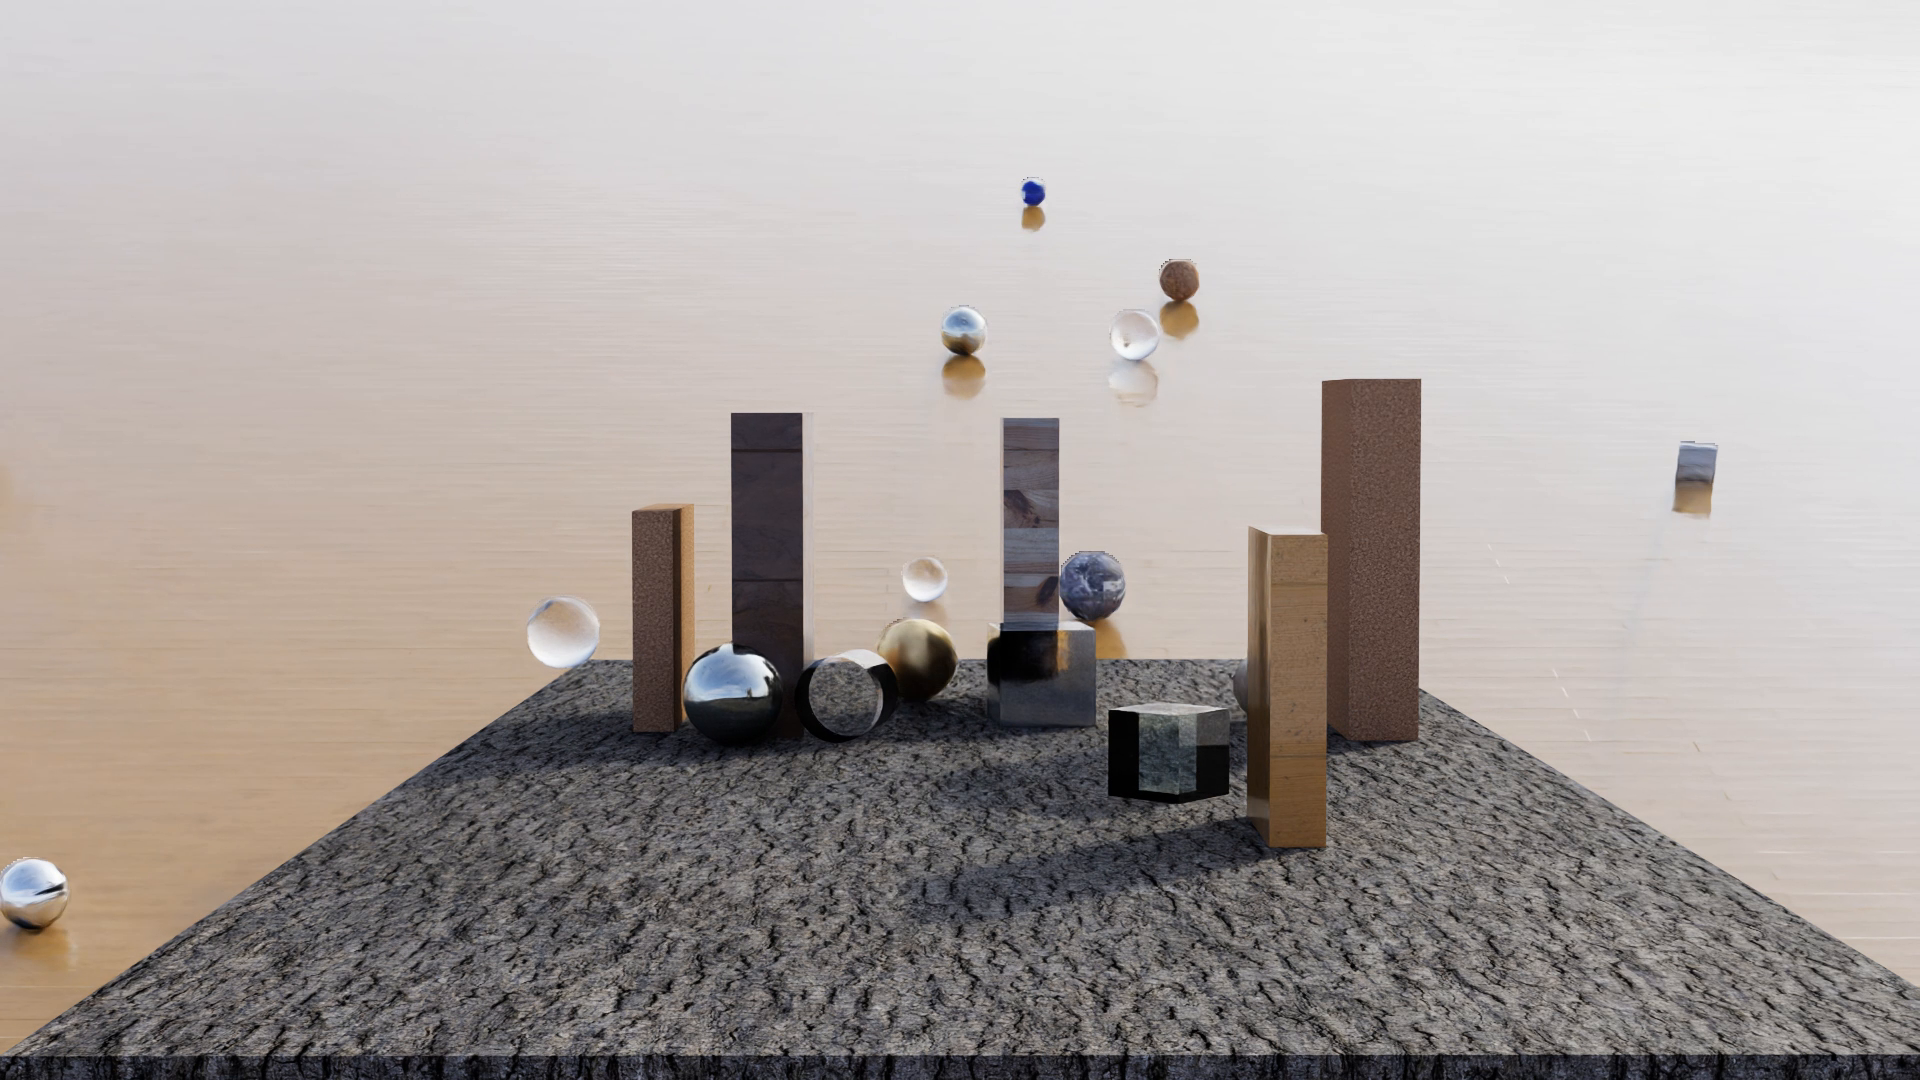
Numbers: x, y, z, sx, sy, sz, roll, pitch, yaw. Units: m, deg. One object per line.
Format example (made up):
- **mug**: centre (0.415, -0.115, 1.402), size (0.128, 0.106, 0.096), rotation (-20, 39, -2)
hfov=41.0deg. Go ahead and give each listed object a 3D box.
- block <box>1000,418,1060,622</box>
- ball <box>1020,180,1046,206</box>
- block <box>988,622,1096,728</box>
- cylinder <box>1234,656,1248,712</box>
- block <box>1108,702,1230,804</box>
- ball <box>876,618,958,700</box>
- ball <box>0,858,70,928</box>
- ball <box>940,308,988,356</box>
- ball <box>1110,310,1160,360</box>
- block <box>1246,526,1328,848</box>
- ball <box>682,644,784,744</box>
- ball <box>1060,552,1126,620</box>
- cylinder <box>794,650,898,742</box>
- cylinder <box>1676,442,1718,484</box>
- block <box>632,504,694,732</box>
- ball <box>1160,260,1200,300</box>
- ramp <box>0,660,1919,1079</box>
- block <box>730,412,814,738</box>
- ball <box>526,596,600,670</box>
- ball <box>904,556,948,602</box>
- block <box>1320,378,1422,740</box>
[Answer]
- **block**: centre (0.147, 0.046, 5.524), size (0.115, 0.616, 0.415), rotation (0, 3, 0)
- **ball**: centre (0.319, -1.512, 11.197), size (0.113, 0.113, 0.113), rotation (0, 22, 0)
- **block**: centre (0.164, 0.272, 5.225), size (0.194, 0.194, 0.194), rotation (0, 3, -7)
- **cylinder**: centre (0.639, 0.299, 5.190), size (0.144, 0.144, 0.144), rotation (-4, 3, -9)
- **block**: centre (0.344, 0.349, 4.234), size (0.143, 0.143, 0.143), rotation (2, 4, 40)
- **ball**: centre (-0.096, 0.261, 5.610), size (0.179, 0.179, 0.179), rotation (0, 22, 0)
- **ball**: centre (-1.966, 0.751, 5.457), size (0.147, 0.147, 0.147), rotation (0, 22, 0)
- **ball**: centre (0.014, -0.744, 9.189), size (0.169, 0.169, 0.169), rotation (0, 22, 0)
- **ball**: centre (0.621, -0.726, 9.134), size (0.177, 0.177, 0.177), rotation (0, 22, 0)
- **block**: centre (0.490, 0.212, 3.864), size (0.082, 0.454, 0.288), rotation (0, 3, 0)
- **ball**: centre (-0.431, 0.292, 4.880), size (0.191, 0.191, 0.191), rotation (0, 22, 0)
- **ball**: centre (0.359, 0.126, 6.978), size (0.185, 0.185, 0.185), rotation (0, 22, 0)
- **cylinder**: centre (-0.218, 0.300, 4.975), size (0.165, 0.165, 0.165), rotation (5, 4, 12)
- **cylinder**: centre (2.289, -0.239, 7.988), size (0.114, 0.114, 0.114), rotation (7, 23, 16)
- **block**: centre (-0.605, 0.150, 5.266), size (0.080, 0.435, 0.415), rotation (0, 3, 0)
- **ball**: centre (0.842, -0.993, 9.835), size (0.154, 0.154, 0.154), rotation (0, 22, 0)
- **ramp**: centre (0.050, 0.455, 4.532), size (2.000, 0.100, 4.000), rotation (0, 3, 0)
- **block**: centre (-0.372, 0.059, 5.151), size (0.138, 0.628, 0.373), rotation (0, 3, 0)
- **ball**: centre (-0.973, 0.228, 6.304), size (0.178, 0.178, 0.178), rotation (0, 22, 0)
- **ball**: centre (-0.095, 0.108, 7.104), size (0.125, 0.125, 0.125), rotation (0, 22, 0)
- **block**: centre (0.811, 0.028, 5.109), size (0.134, 0.693, 0.394), rotation (0, 3, 0)
